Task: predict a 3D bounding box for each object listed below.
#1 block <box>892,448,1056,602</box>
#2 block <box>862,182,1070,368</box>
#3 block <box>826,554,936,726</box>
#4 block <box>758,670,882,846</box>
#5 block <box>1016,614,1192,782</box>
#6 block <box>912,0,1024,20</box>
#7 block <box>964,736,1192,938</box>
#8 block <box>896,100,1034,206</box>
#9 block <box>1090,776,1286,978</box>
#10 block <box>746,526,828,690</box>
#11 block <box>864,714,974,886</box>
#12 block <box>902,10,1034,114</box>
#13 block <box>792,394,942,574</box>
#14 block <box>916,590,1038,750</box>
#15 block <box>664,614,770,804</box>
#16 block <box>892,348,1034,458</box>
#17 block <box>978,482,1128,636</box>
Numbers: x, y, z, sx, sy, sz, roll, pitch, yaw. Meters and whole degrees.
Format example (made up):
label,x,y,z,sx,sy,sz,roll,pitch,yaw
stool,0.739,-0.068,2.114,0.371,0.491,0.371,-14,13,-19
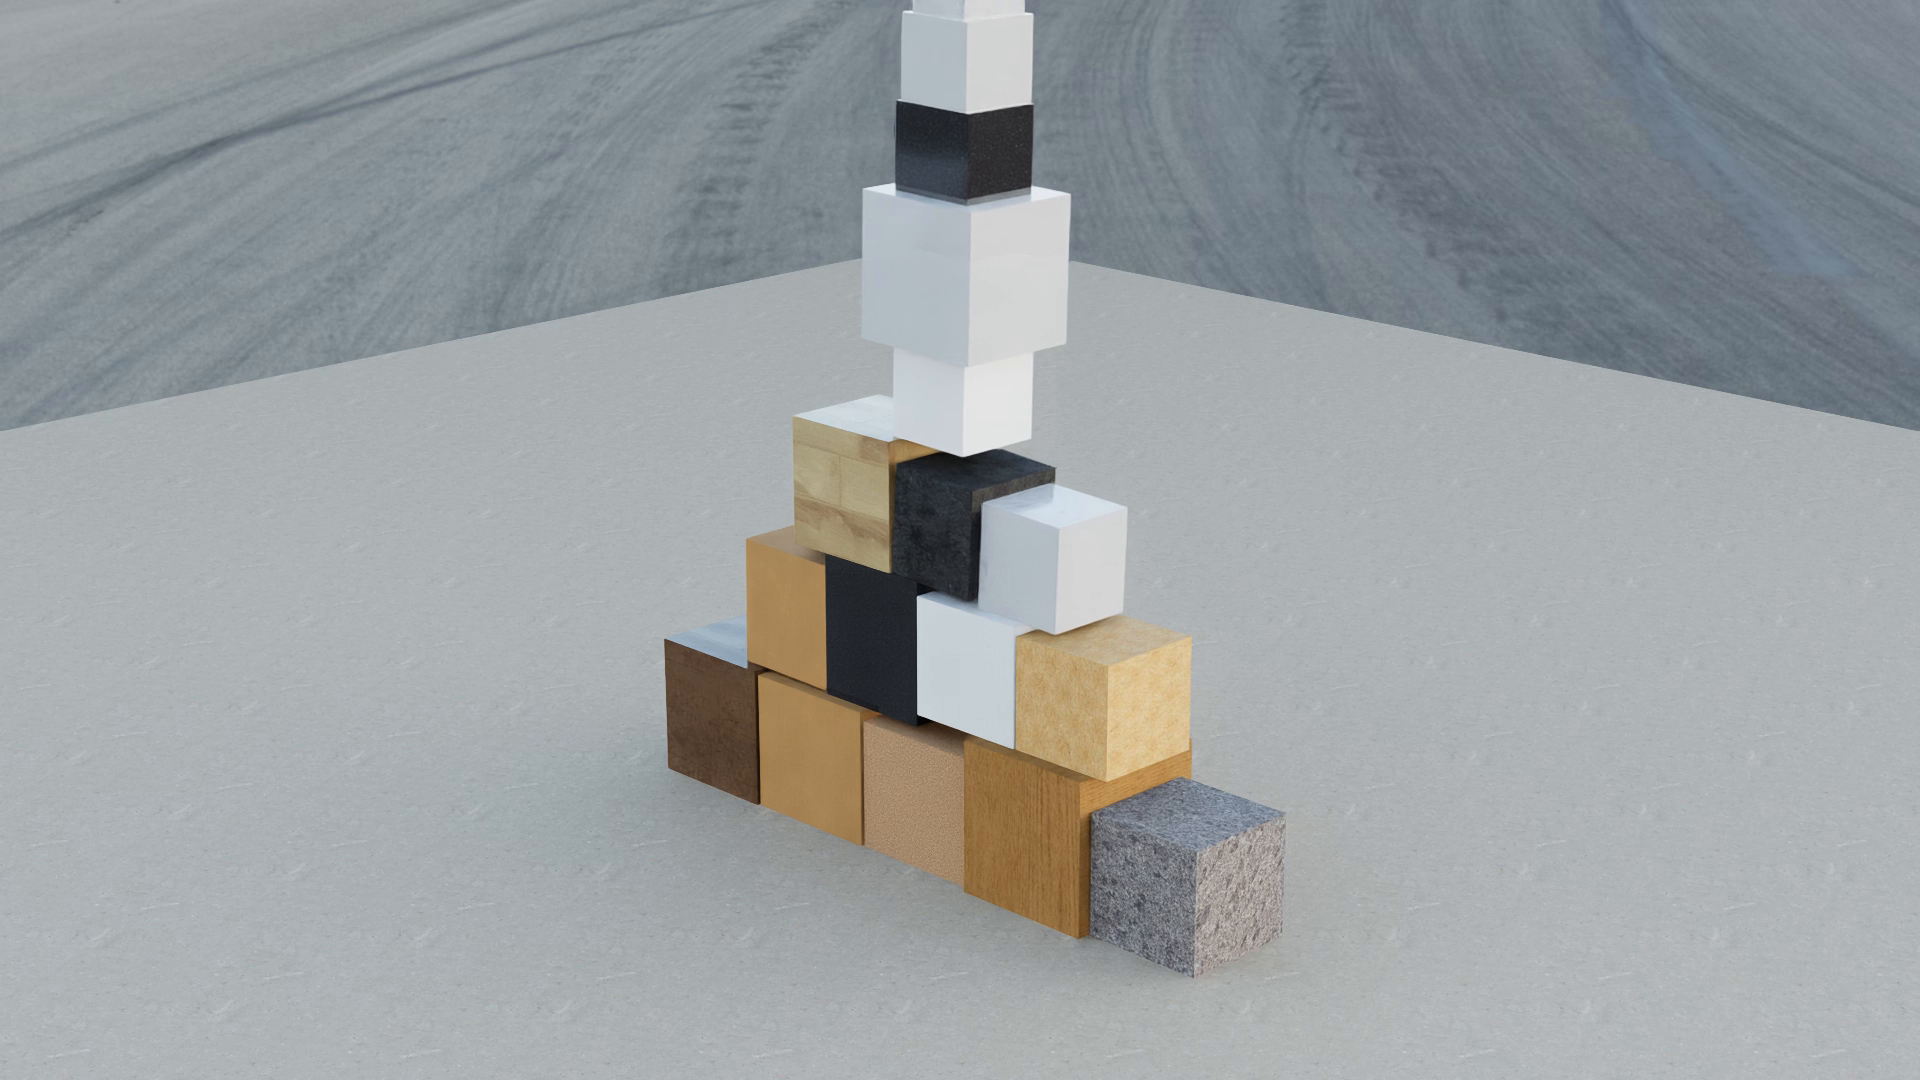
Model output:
label,x,y,z,sx,sy,sz,roll,pitch,yaw
block,0.061,-0.090,13.224,0.529,0.517,0.484,-17,27,-42
block,0.023,-1.208,12.953,0.619,0.676,0.670,-17,25,-42
block,-0.202,0.394,13.690,0.588,0.698,0.605,-17,24,-42
block,-0.467,0.968,14.145,0.704,0.671,0.712,-17,24,-42
block,0.629,0.673,12.872,0.541,0.530,0.541,-17,24,-42
block,0.040,-2.449,12.533,0.368,0.387,0.313,-17,25,-42
block,0.527,1.240,13.175,0.735,0.734,0.705,-17,24,-42
block,0.018,-1.711,12.770,0.397,0.395,0.447,-17,25,-42
block,0.988,1.455,12.744,0.590,0.581,0.600,-17,24,-42
block,-0.621,0.290,14.095,0.580,0.619,0.567,-17,25,-42
block,0.019,1.144,13.658,0.633,0.627,0.687,-17,24,-42
block,0.030,-2.082,12.652,0.402,0.384,0.397,-17,25,-42
block,-0.353,-0.270,13.605,0.550,0.619,0.641,-17,24,-42
block,0.218,0.530,13.262,0.560,0.569,0.606,-17,24,-42
block,-0.972,0.811,14.611,0.713,0.691,0.678,-17,24,-42
block,0.013,-0.675,13.132,0.436,0.448,0.445,-17,25,-42
block,0.408,0.077,12.932,0.439,0.488,0.467,-17,26,-42
